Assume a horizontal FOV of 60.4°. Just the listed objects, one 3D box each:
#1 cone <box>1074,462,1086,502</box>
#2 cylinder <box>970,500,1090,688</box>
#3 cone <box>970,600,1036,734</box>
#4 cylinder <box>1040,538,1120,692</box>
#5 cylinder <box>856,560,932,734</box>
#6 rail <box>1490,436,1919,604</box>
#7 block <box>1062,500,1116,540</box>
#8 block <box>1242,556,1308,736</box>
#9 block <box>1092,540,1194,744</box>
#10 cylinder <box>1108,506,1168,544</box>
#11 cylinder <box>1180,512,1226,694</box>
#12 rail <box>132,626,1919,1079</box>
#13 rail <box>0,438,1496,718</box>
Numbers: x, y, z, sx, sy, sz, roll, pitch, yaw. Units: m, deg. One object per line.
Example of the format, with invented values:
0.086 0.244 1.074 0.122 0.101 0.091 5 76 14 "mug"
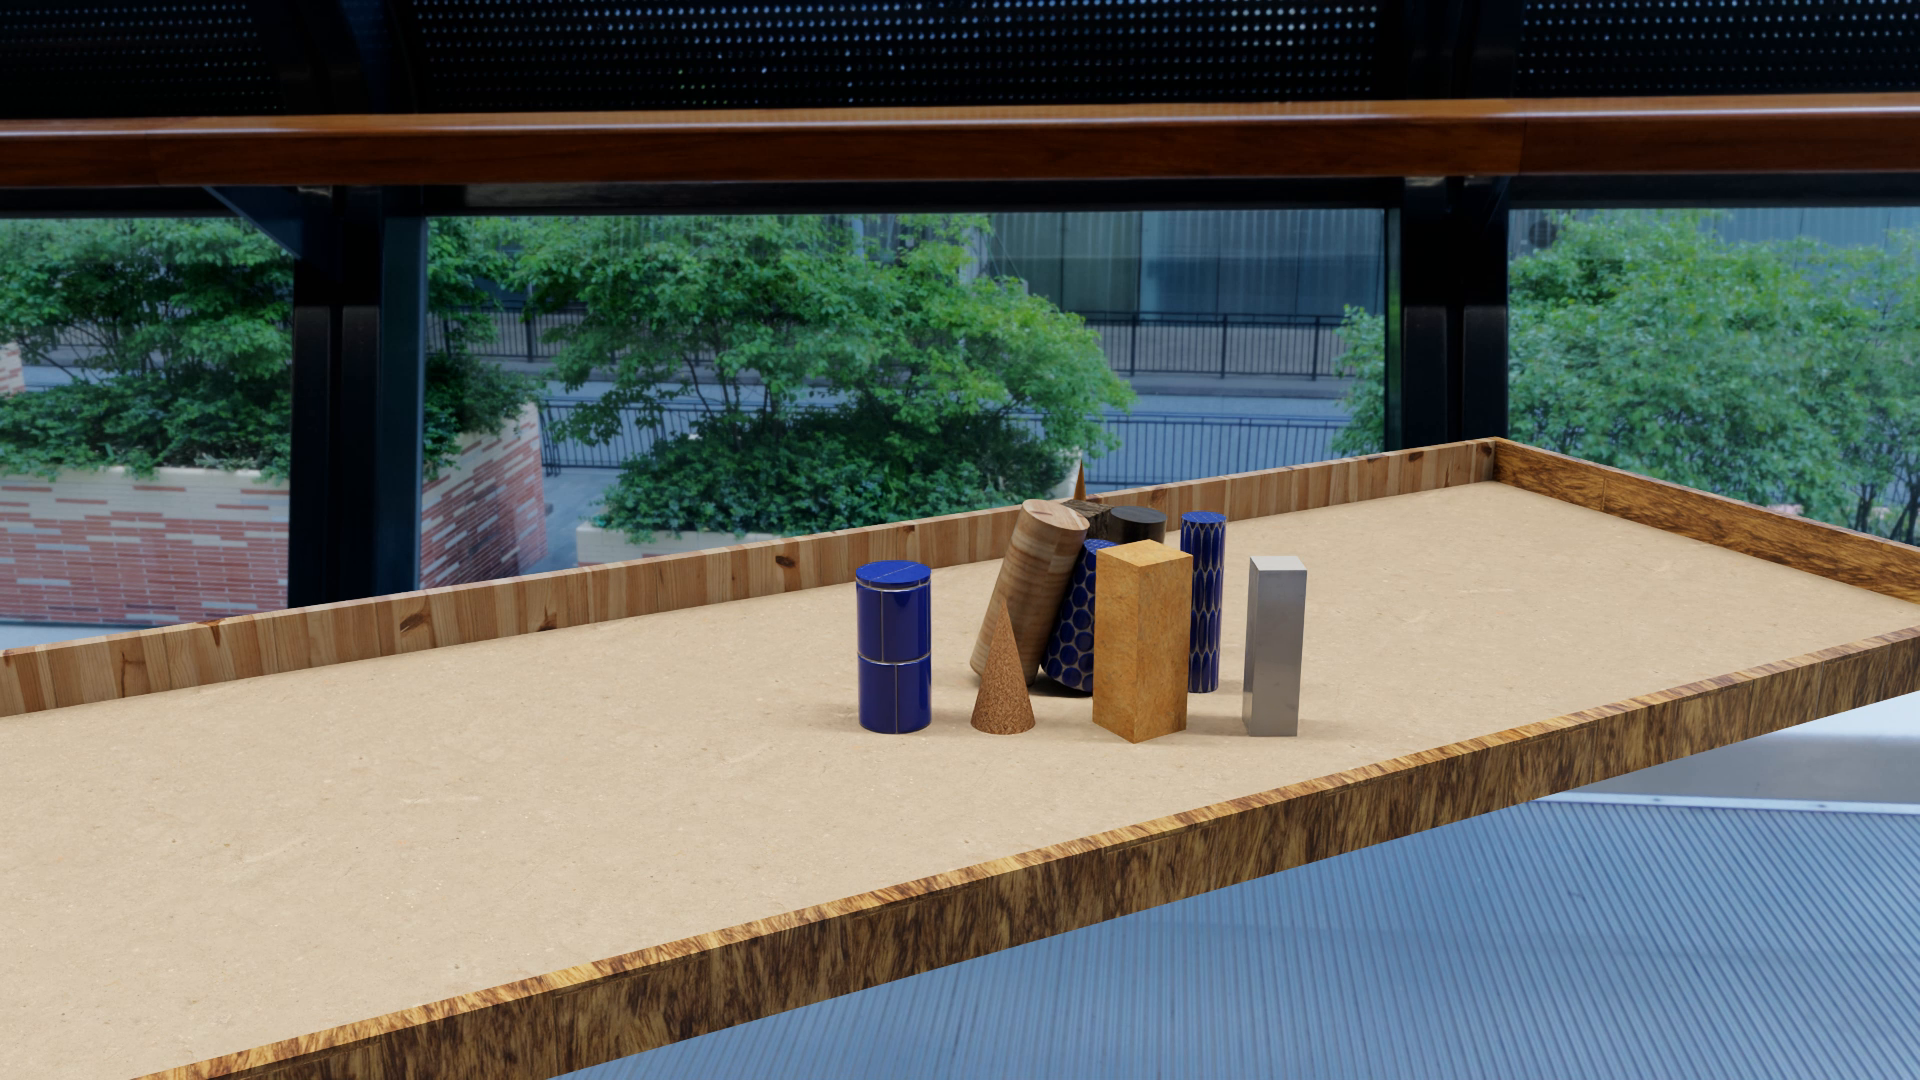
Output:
0.327 -0.011 4.576 0.134 0.454 0.134 1 19 0 "cone"
0.169 0.134 4.066 0.171 0.439 0.171 16 20 -6 "cylinder"
0.102 0.279 3.848 0.153 0.315 0.153 0 16 0 "cone"
0.335 0.186 4.063 0.179 0.333 0.179 17 17 -5 "cylinder"
-0.153 0.249 3.852 0.174 0.369 0.174 0 16 0 "cylinder"
2.466 -0.048 5.253 0.050 0.150 2.100 -9 18 -27 "rail"
0.321 0.084 4.445 0.140 0.351 0.140 11 20 35 "block"
0.723 0.246 3.804 0.108 0.403 0.108 0 16 -1 "block"
0.420 0.232 3.812 0.156 0.424 0.156 -10 19 -32 "block"
0.449 0.105 4.336 0.148 0.362 0.148 5 18 -2 "cylinder"
0.591 0.154 4.058 0.108 0.436 0.108 0 16 0 "cylinder"
-2.336 1.006 1.665 12.000 0.150 0.050 -9 18 -27 "rail"
-3.305 0.497 3.399 12.000 0.150 0.050 -9 18 -27 "rail"
